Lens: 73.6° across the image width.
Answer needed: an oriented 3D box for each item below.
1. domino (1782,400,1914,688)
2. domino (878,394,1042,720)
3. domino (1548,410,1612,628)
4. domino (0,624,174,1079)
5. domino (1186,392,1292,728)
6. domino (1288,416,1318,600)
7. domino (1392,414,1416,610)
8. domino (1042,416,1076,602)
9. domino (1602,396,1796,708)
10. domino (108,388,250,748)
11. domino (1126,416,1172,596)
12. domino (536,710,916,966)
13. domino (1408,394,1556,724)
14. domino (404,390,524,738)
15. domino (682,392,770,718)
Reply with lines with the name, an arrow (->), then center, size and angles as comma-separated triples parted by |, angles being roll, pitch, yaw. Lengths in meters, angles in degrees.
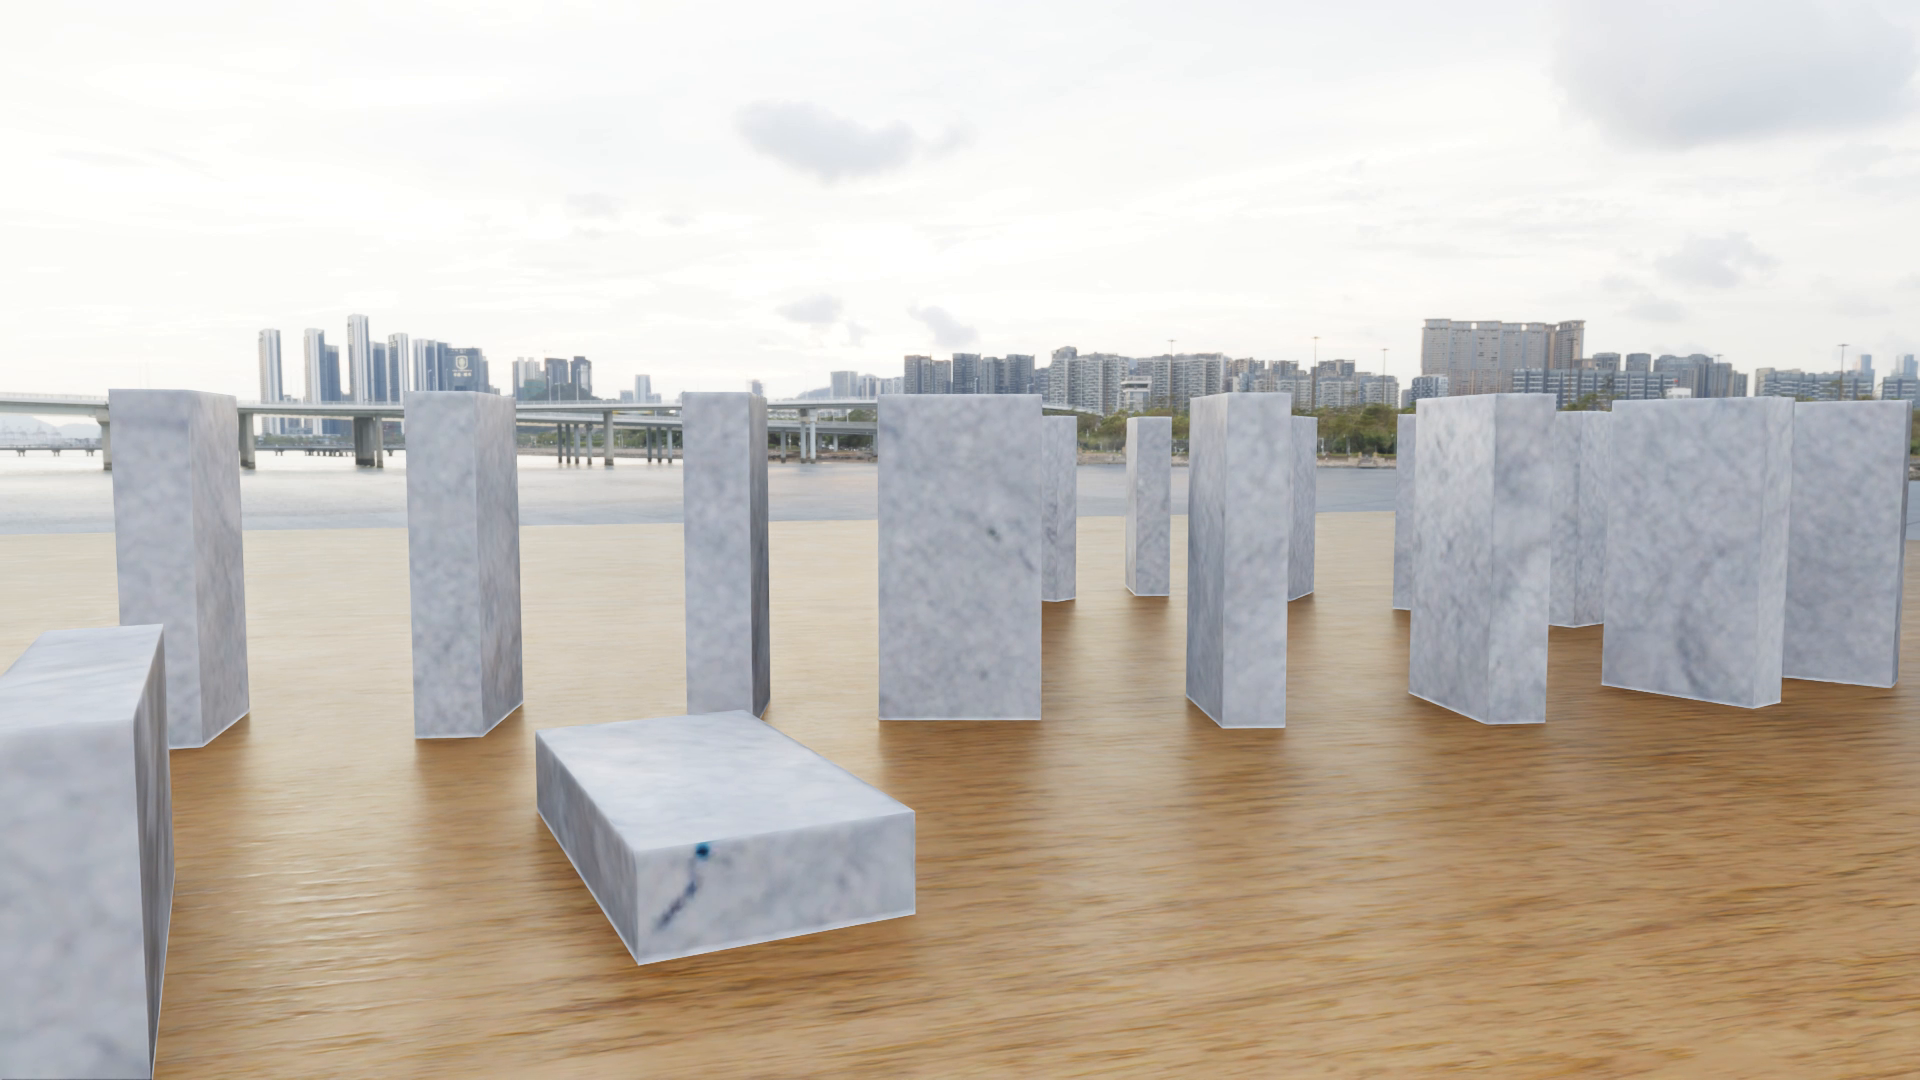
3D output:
domino -> 0.156, 0.000, 0.233 | 0.025, 0.050, 0.009 | 4, 6, 42
domino -> 0.000, 0.002, 0.201 | 0.025, 0.050, 0.009 | 0, 4, 0
domino -> 0.150, -0.005, 0.306 | 0.025, 0.050, 0.010 | -3, 5, -34
domino -> -0.069, 0.022, 0.102 | 0.010, 0.025, 0.050 | -2, 5, -30
domino -> 0.044, 0.002, 0.203 | 0.010, 0.050, 0.025 | 0, 4, -3
domino -> 0.092, -0.009, 0.359 | 0.009, 0.050, 0.025 | 2, 5, 29
domino -> 0.124, -0.008, 0.336 | 0.009, 0.050, 0.025 | 4, 6, 42
domino -> 0.019, -0.009, 0.355 | 0.025, 0.050, 0.009 | 3, 5, 38
domino -> 0.124, 0.001, 0.217 | 0.009, 0.050, 0.025 | -3, 5, -34
domino -> -0.114, 0.003, 0.189 | 0.009, 0.050, 0.025 | -1, 4, -16
domino -> 0.054, -0.010, 0.371 | 0.010, 0.050, 0.025 | 0, 4, 1
domino -> -0.027, 0.028, 0.132 | 0.025, 0.009, 0.050 | -2, 5, -27
domino -> 0.083, 0.002, 0.206 | 0.010, 0.050, 0.025 | -1, 4, -7
domino -> -0.075, 0.003, 0.197 | 0.010, 0.050, 0.025 | 0, 4, -6
domino -> -0.036, 0.003, 0.199 | 0.009, 0.050, 0.025 | 0, 4, -2
